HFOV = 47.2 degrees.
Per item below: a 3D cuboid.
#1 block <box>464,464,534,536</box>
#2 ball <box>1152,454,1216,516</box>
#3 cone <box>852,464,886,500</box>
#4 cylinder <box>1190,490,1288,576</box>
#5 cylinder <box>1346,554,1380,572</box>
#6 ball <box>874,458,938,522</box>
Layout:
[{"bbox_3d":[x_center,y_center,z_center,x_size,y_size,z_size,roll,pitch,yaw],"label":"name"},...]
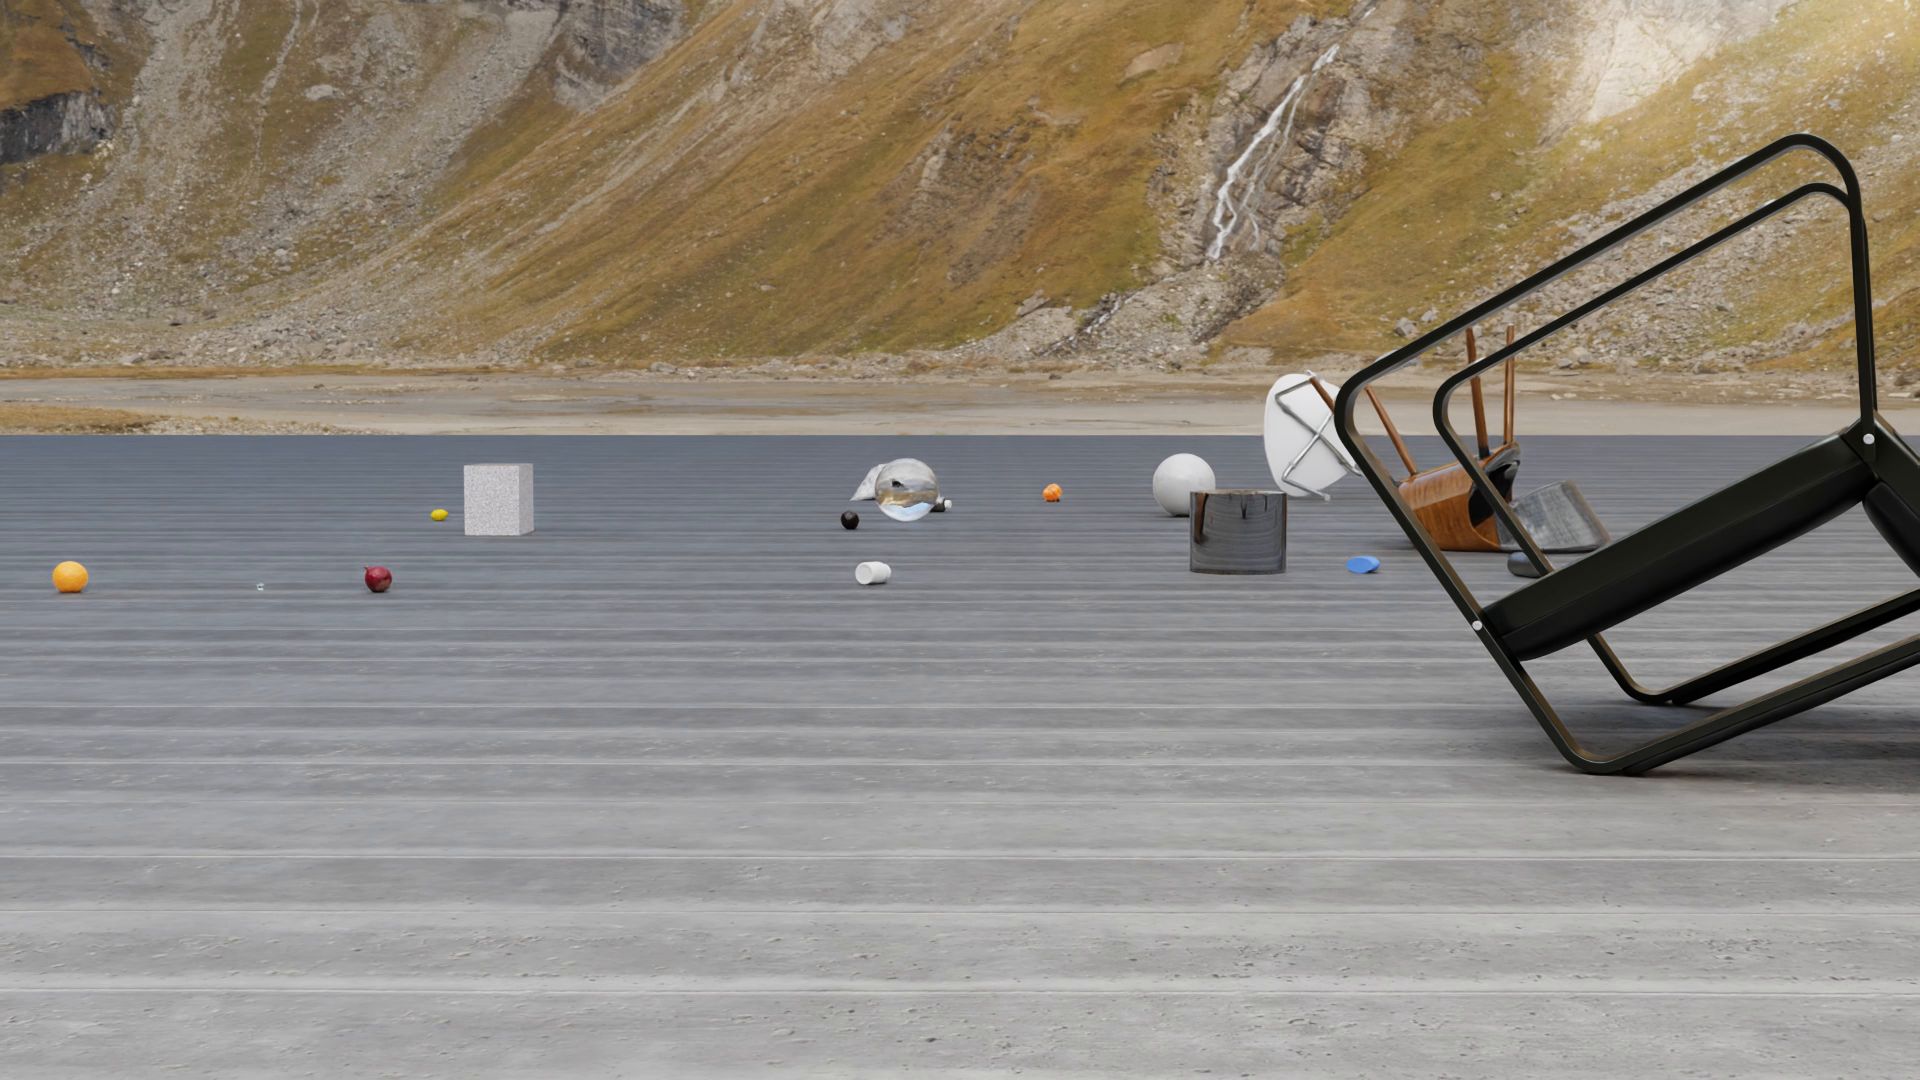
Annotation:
[{"bbox_3d":[-1.439,-0.129,6.867,0.168,0.213,0.219,0,4,0],"label":"block"},{"bbox_3d":[0.789,-0.194,7.750,0.223,0.223,0.223,0,4,0],"label":"ball"},{"bbox_3d":[-0.358,-0.200,8.971,0.233,0.127,0.339,19,24,25],"label":"cone"},{"bbox_3d":[0.685,-0.020,5.413,0.240,0.196,0.221,2,4,28],"label":"cylinder"},{"bbox_3d":[0.989,0.060,5.394,0.066,0.038,0.061,11,-6,33],"label":"cylinder"},{"bbox_3d":[-0.182,-0.170,7.444,0.217,0.217,0.217,0,4,0],"label":"ball"}]
